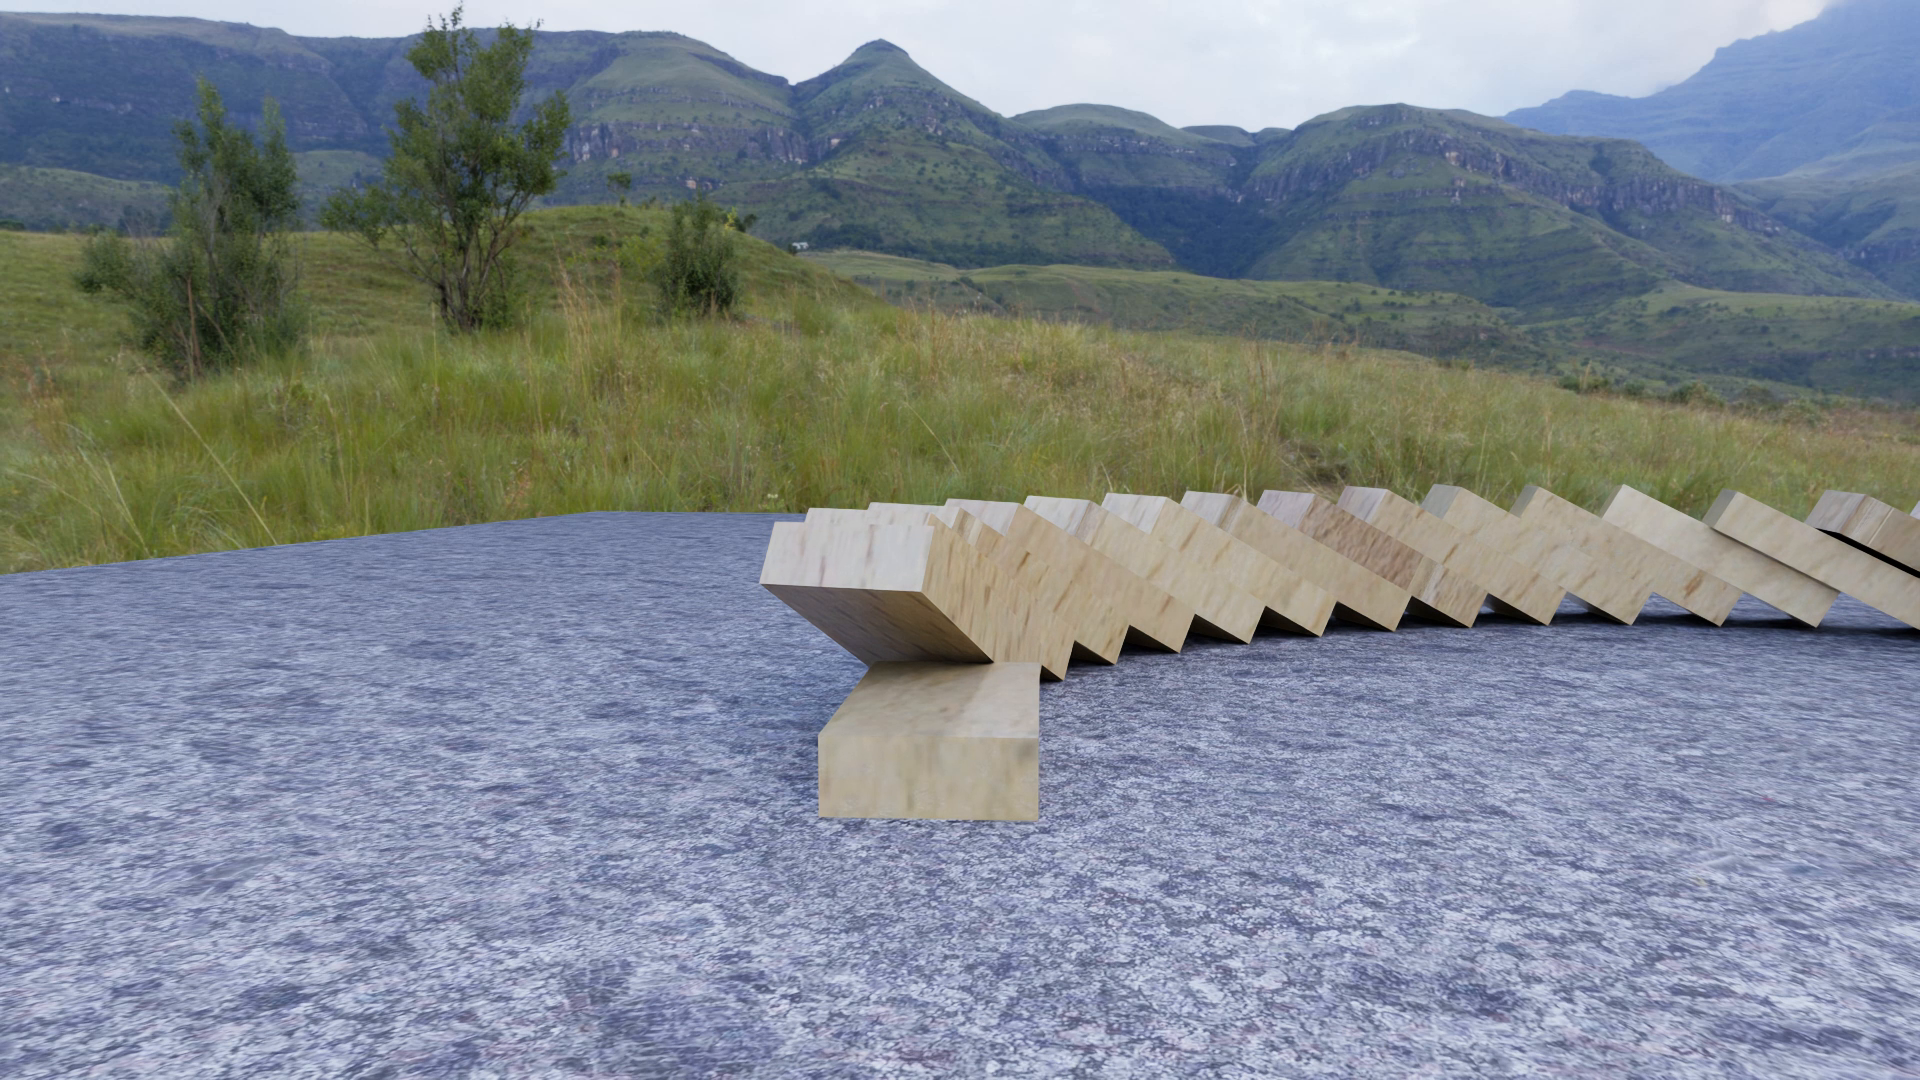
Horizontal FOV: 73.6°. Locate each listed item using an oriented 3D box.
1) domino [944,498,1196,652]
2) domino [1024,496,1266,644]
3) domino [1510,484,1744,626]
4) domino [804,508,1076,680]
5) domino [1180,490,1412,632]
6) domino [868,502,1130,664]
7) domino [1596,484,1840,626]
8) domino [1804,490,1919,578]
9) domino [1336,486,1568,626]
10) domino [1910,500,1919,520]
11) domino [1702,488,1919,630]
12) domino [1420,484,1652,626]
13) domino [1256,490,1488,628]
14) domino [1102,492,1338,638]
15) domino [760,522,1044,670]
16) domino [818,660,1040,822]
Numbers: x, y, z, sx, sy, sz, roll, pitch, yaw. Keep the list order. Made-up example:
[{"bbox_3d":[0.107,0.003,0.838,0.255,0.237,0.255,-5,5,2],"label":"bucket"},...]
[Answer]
[{"bbox_3d":[0.021,0.007,0.260,0.050,0.010,0.025,30,-12,-31],"label":"domino"},{"bbox_3d":[0.038,0.006,0.274,0.050,0.010,0.025,28,-9,-25],"label":"domino"},{"bbox_3d":[0.161,0.003,0.314,0.050,0.010,0.025,30,12,13],"label":"domino"},{"bbox_3d":[-0.003,0.010,0.221,0.025,0.010,0.050,3,-23,36],"label":"domino"},{"bbox_3d":[0.076,0.005,0.297,0.050,0.009,0.025,27,-3,-15],"label":"domino"},{"bbox_3d":[0.007,0.009,0.242,0.050,0.010,0.025,32,-18,-38],"label":"domino"},{"bbox_3d":[0.180,0.003,0.308,0.050,0.009,0.025,32,13,19],"label":"domino"},{"bbox_3d":[0.217,0.005,0.282,0.050,0.009,0.025,30,13,13],"label":"domino"},{"bbox_3d":[0.117,0.003,0.310,0.050,0.010,0.025,28,2,-6],"label":"domino"},{"bbox_3d":[0.236,0.006,0.277,0.050,0.010,0.025,30,13,13],"label":"domino"},{"bbox_3d":[0.198,0.005,0.293,0.050,0.009,0.025,32,16,19],"label":"domino"},{"bbox_3d":[0.139,0.003,0.314,0.050,0.009,0.025,29,7,3],"label":"domino"},{"bbox_3d":[0.096,0.004,0.303,0.050,0.010,0.025,27,-2,-13],"label":"domino"},{"bbox_3d":[0.056,0.005,0.285,0.050,0.010,0.025,28,-7,-22],"label":"domino"},{"bbox_3d":[-0.007,0.012,0.197,0.025,0.009,0.050,2,-23,23],"label":"domino"},{"bbox_3d":[-0.002,0.025,0.170,0.025,0.010,0.050,0,4,4],"label":"domino"}]
